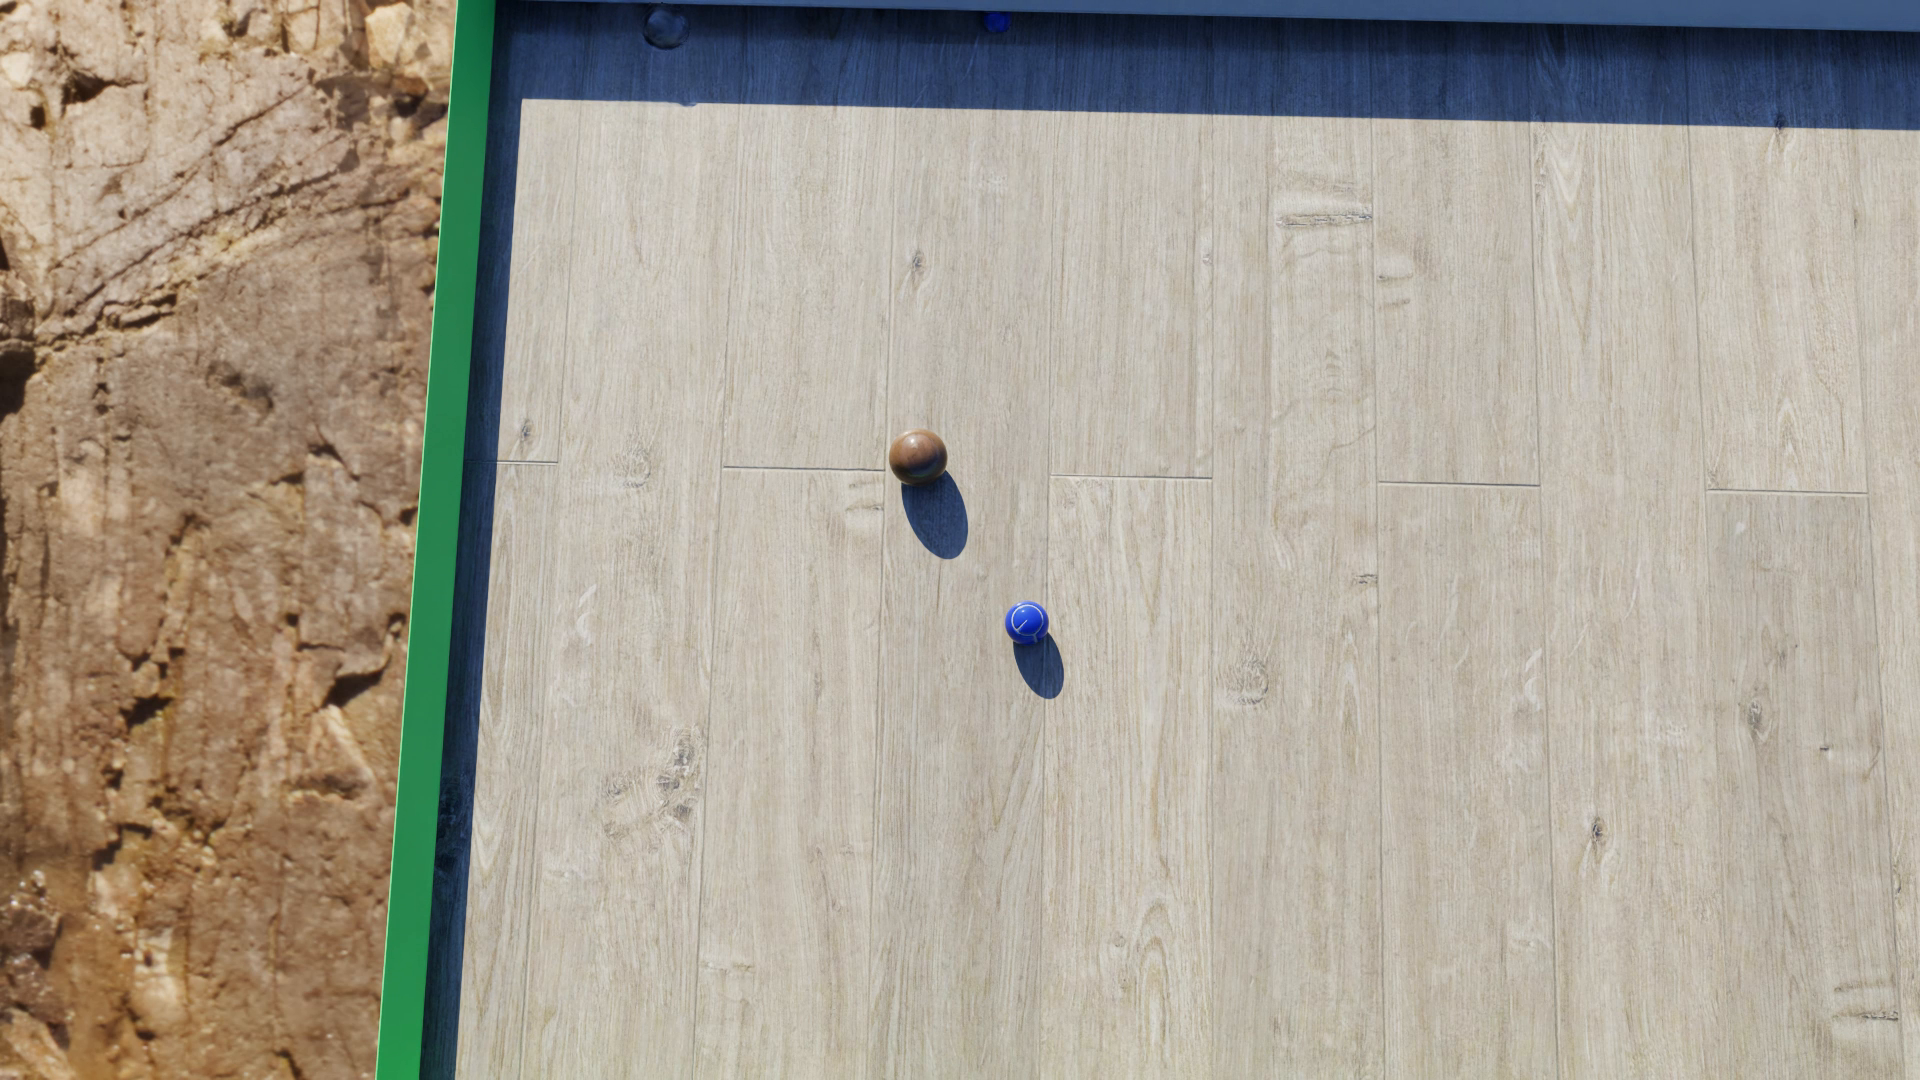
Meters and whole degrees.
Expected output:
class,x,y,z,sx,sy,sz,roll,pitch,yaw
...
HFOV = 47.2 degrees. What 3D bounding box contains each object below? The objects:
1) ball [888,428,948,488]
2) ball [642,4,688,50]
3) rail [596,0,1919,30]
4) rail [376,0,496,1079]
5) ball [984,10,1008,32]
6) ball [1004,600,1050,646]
class,x,y,z,sx,sy,sz,roll,pitch,yaw
ball,-0.063,-0.124,3.317,0.090,0.090,0.090,0,78,0
ball,-0.465,-0.809,3.467,0.073,0.073,0.073,0,78,0
rail,0.815,-0.834,3.446,3.178,0.122,0.045,1,78,0
rail,-0.771,-0.024,3.279,0.045,0.122,1.779,1,78,0
ball,0.058,-0.825,3.487,0.040,0.040,0.040,0,78,0
ball,0.100,0.124,3.278,0.067,0.067,0.067,0,78,0
